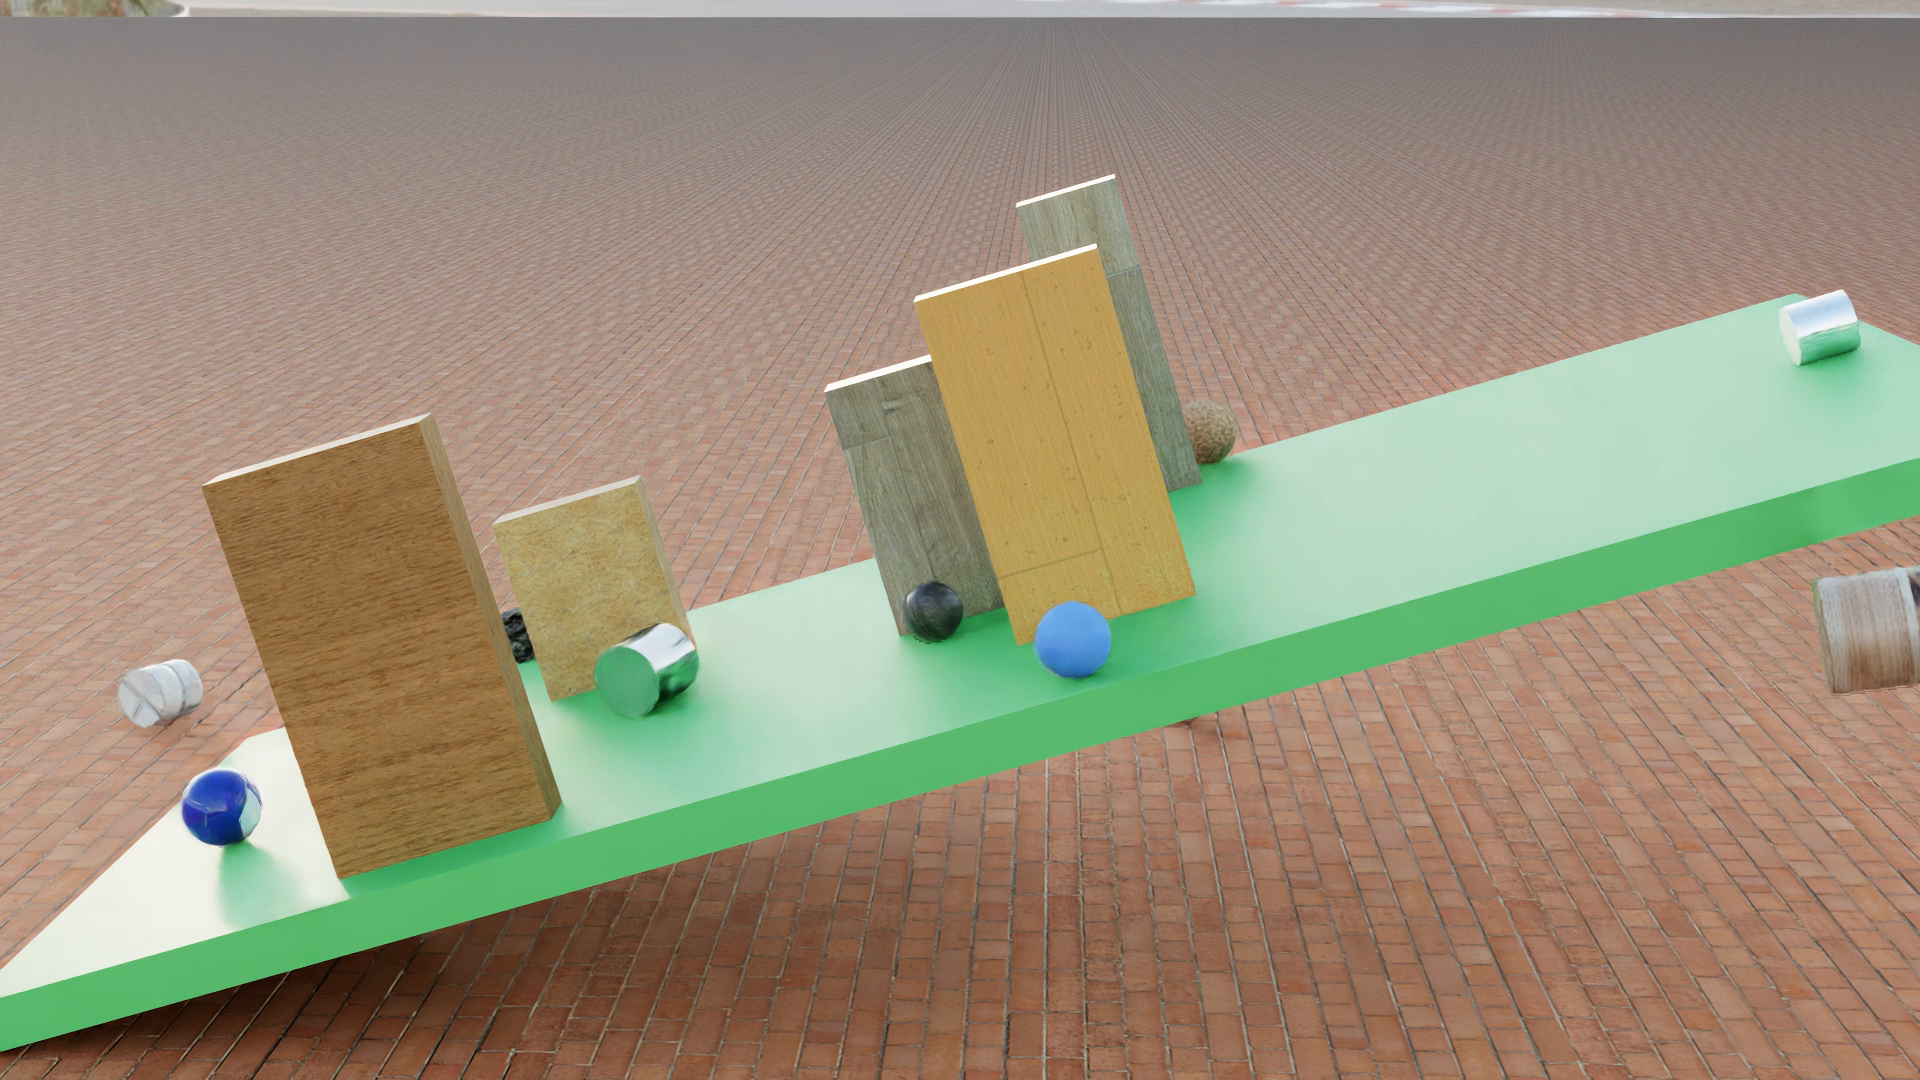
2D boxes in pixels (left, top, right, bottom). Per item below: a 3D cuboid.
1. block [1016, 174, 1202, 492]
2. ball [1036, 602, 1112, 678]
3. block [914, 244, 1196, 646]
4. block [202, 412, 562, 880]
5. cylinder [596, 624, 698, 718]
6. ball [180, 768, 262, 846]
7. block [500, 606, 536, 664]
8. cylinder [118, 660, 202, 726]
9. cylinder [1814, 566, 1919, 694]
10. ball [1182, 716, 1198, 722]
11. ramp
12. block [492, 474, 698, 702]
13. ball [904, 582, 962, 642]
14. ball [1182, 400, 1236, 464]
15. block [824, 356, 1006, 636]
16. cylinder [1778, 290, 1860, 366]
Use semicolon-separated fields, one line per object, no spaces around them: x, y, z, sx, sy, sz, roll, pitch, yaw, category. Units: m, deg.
0.356;-0.470;7.003;0.241;0.752;0.125;-16;10;5;block
0.209;0.185;5.423;0.141;0.141;0.141;0;11;0;ball
0.191;-0.187;5.826;0.371;0.715;0.098;-16;10;5;block
-1.092;0.203;5.589;0.429;0.794;0.130;-16;10;5;block
-0.672;0.279;6.317;0.160;0.160;0.160;5;19;26;cylinder
-1.560;0.564;6.214;0.168;0.168;0.168;0;11;0;ball
-1.106;0.237;7.395;0.121;0.121;0.121;-22;9;-39;block
-2.162;0.413;7.959;0.156;0.156;0.156;6;11;27;cylinder
1.564;0.151;4.984;0.197;0.197;0.197;-9;9;12;cylinder
0.607;0.409;8.006;0.168;0.168;0.168;0;11;0;ball
0.091;0.186;6.319;4.000;0.100;2.000;-16;10;5;ramp
-0.834;0.111;6.735;0.340;0.429;0.117;-16;10;5;block
-0.056;0.149;6.118;0.123;0.123;0.123;0;11;0;ball
0.598;-0.264;7.201;0.159;0.159;0.159;0;11;0;ball
-0.078;-0.099;6.280;0.265;0.550;0.116;-16;10;5;block
1.831;-0.452;6.265;0.129;0.129;0.129;-16;10;3;cylinder
